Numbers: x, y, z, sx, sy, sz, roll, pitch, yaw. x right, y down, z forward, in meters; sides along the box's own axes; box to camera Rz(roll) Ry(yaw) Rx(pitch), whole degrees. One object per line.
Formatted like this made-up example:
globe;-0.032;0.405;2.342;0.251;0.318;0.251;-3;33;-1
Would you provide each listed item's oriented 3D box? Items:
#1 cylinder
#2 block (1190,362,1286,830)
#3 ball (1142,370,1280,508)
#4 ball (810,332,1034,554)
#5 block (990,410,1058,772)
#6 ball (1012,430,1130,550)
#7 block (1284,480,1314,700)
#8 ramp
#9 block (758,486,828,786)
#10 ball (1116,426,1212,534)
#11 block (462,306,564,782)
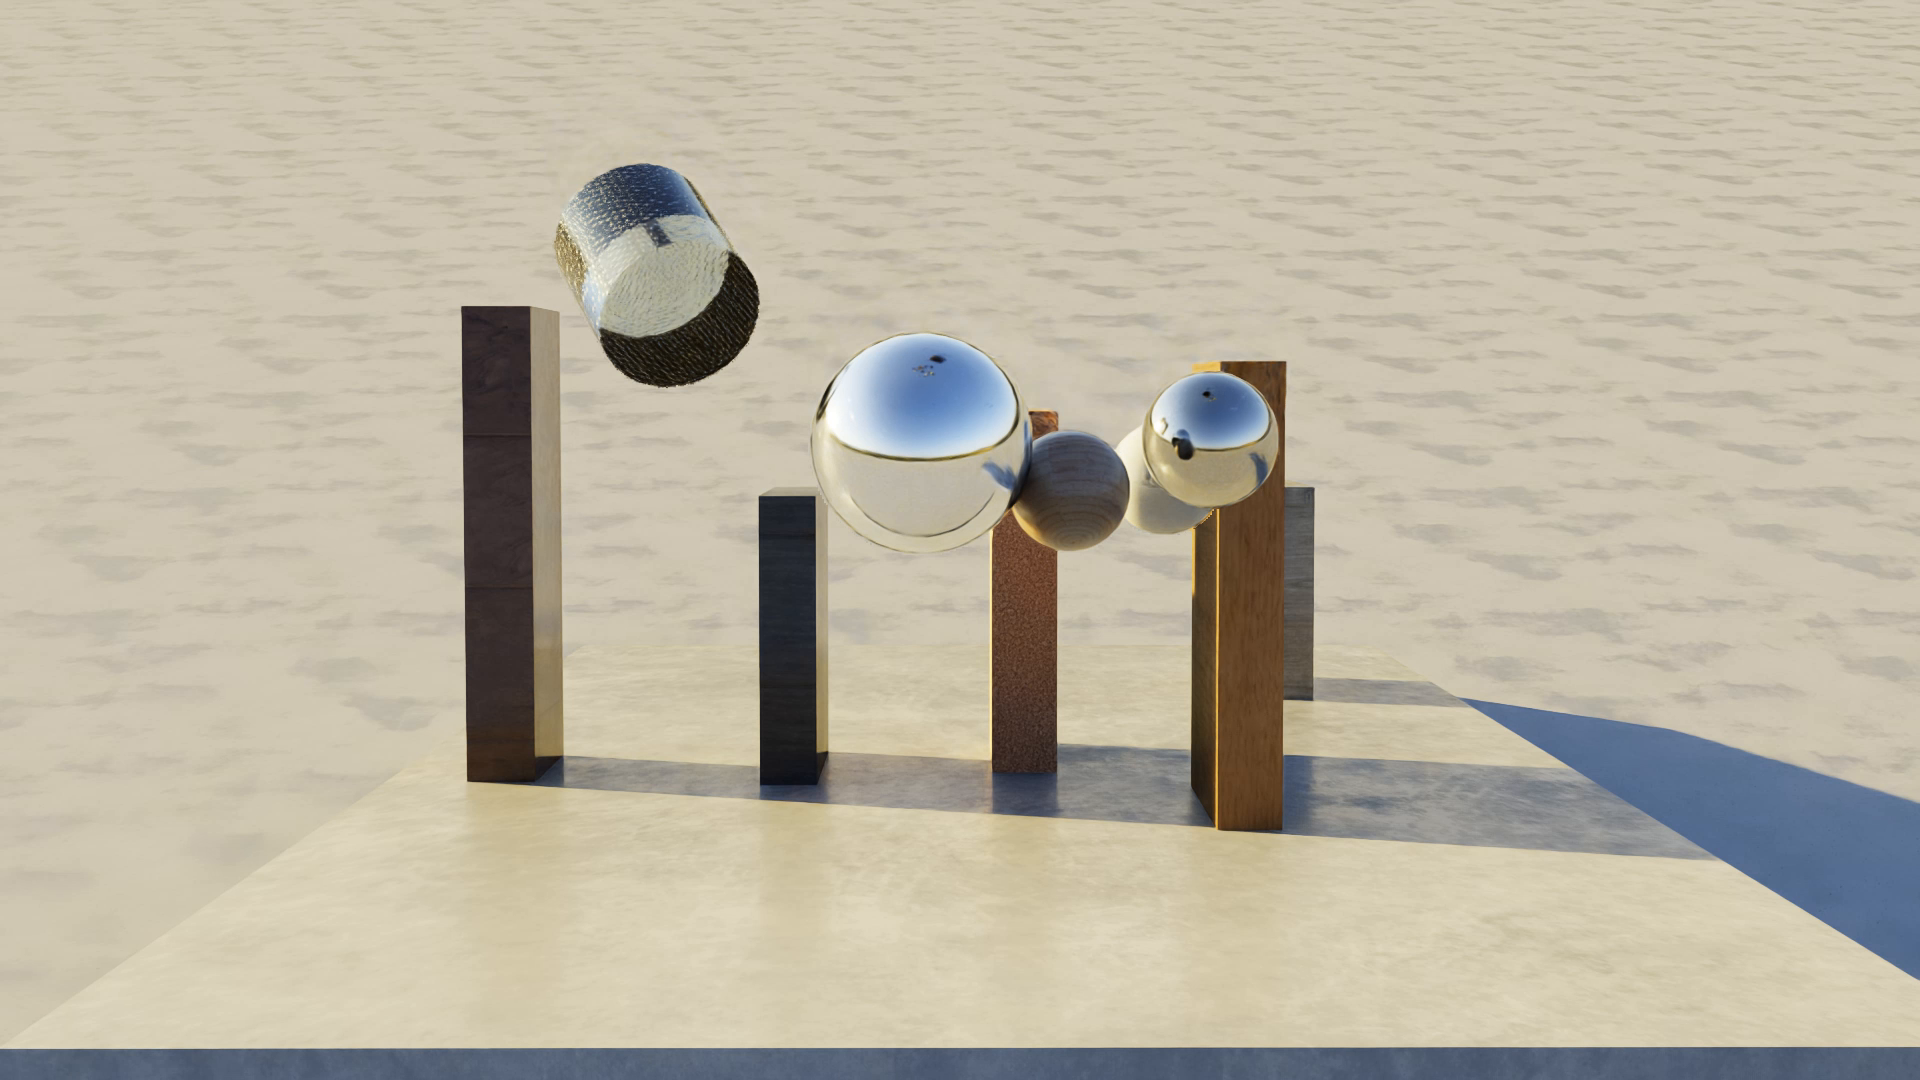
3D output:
cylinder;-0.306;-0.267;2.583;0.164;0.164;0.164;-9;38;-22
block;0.426;0.071;3.972;0.096;0.689;0.423;0;3;0
ball;0.250;-0.101;2.574;0.137;0.137;0.137;0;21;0
ball;-0.035;-0.088;2.337;0.202;0.202;0.202;0;21;0
block;0.109;0.078;4.521;0.109;0.611;0.372;0;3;0
ball;0.103;-0.047;2.418;0.114;0.114;0.114;0;21;0
block;0.694;0.099;5.586;0.090;0.445;0.442;0;3;0
ramp;0.048;0.434;4.532;2.000;0.100;4.000;0;3;0
block;-0.282;0.154;4.399;0.093;0.475;0.393;0;3;0
ball;0.215;-0.066;2.702;0.119;0.119;0.119;0;21;0
block;-0.760;0.000;4.385;0.113;0.785;0.310;0;3;0
